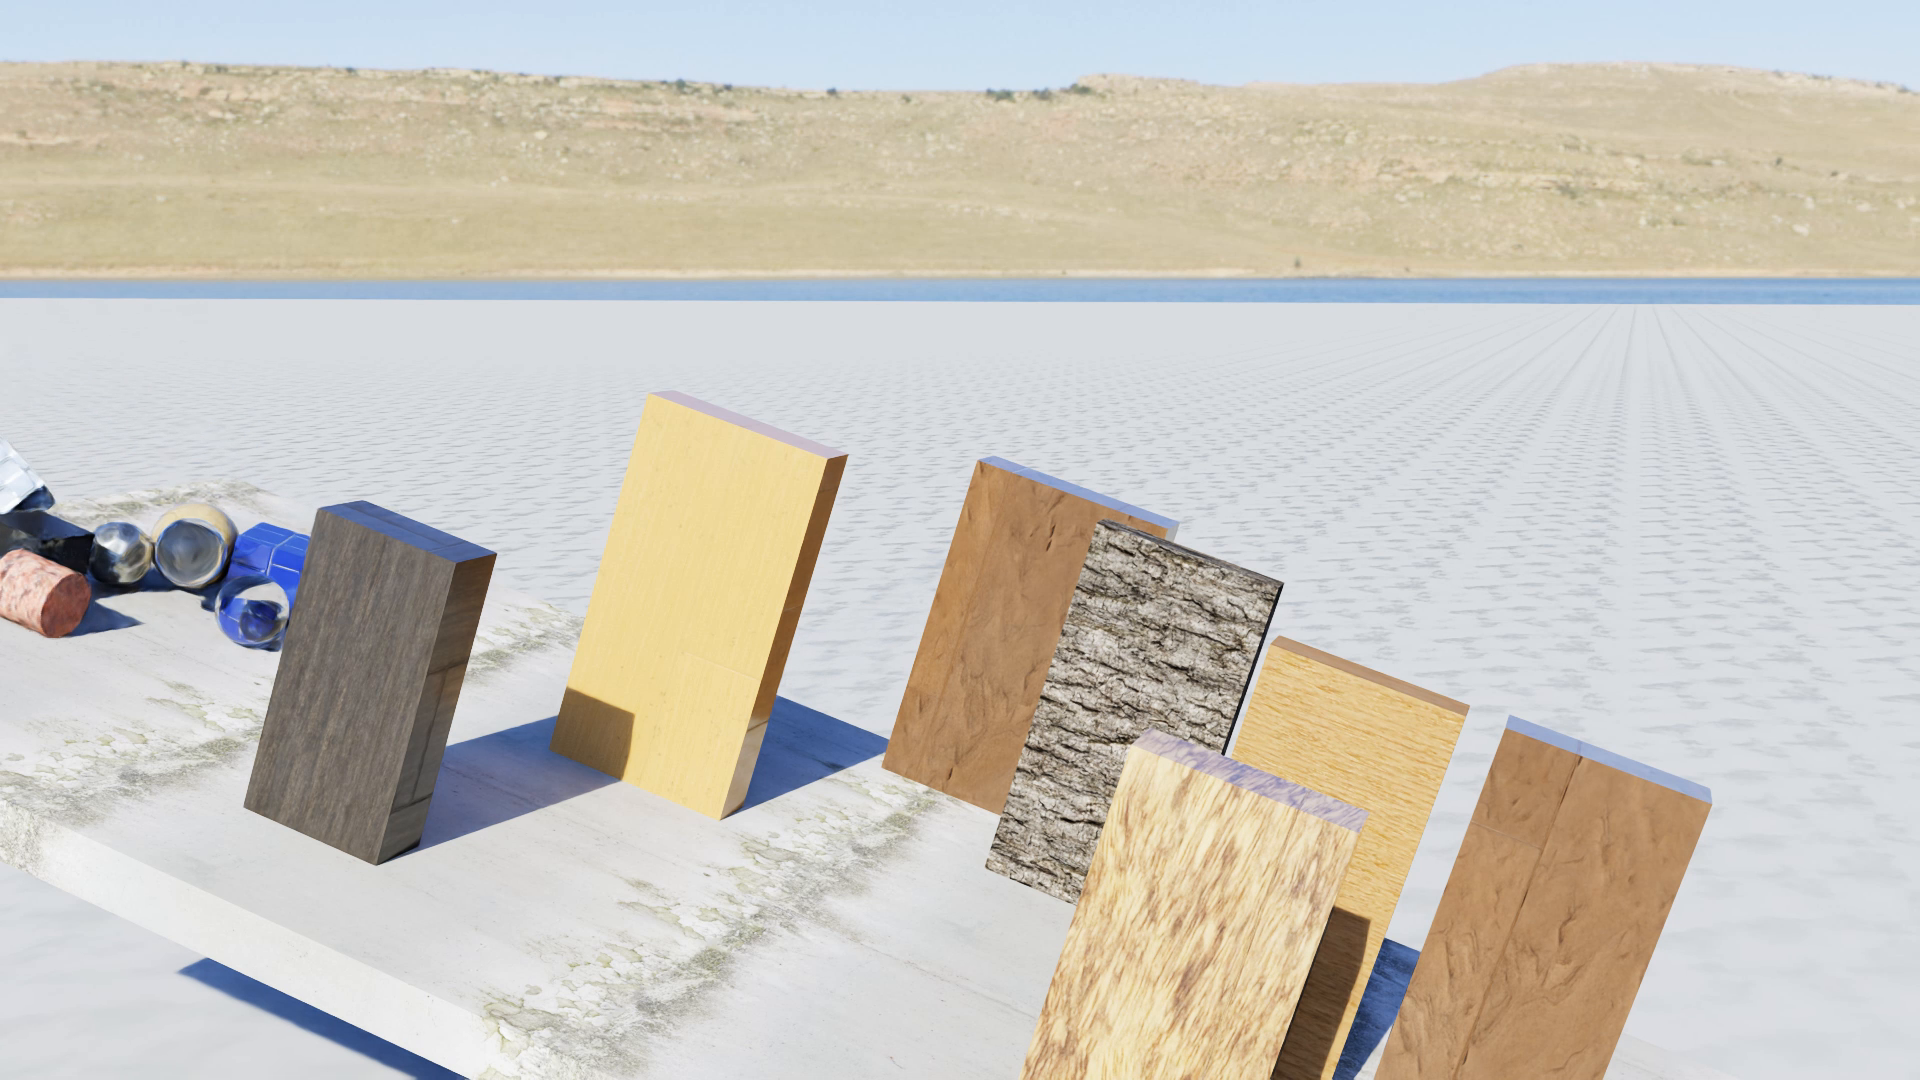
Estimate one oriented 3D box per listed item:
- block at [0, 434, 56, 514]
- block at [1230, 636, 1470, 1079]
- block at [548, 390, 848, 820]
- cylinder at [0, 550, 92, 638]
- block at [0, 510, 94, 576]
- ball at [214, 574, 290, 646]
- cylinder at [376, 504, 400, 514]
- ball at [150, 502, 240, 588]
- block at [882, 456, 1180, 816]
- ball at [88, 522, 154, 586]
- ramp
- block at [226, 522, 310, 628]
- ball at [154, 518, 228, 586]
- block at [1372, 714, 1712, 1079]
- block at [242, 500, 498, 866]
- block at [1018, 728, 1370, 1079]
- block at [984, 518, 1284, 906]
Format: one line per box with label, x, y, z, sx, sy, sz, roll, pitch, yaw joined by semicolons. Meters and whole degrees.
block;-1.958;-0.103;4.489;0.138;0.138;0.138;-42;-3;-19
block;0.566;0.595;3.734;0.337;0.793;0.099;20;12;14
block;-0.525;0.128;4.382;0.391;0.762;0.120;20;12;14
cylinder;-1.775;0.103;4.234;0.134;0.134;0.134;21;12;15
block;-1.852;0.037;4.399;0.143;0.143;0.143;21;12;18
ball;-1.446;0.143;4.494;0.148;0.148;0.148;0;7;0
cylinder;-1.332;0.030;4.992;0.159;0.159;0.159;-3;48;-21
ball;-1.630;0.011;4.688;0.185;0.185;0.185;0;7;0
block;0.153;0.238;4.910;0.449;0.740;0.132;20;12;14
ball;-1.758;0.029;4.591;0.137;0.137;0.137;0;7;0
ramp;-0.357;0.676;4.226;4.000;0.100;2.000;20;12;14
block;-1.471;0.075;4.737;0.161;0.161;0.161;17;12;-3
ball;-1.578;0.025;4.511;0.142;0.142;0.142;0;7;0
block;1.000;0.727;3.845;0.357;0.756;0.120;20;12;14
block;-0.999;0.239;3.722;0.268;0.545;0.136;20;12;14
block;0.308;0.673;3.194;0.337;0.715;0.126;20;12;14
block;0.348;0.382;4.466;0.384;0.766;0.080;20;12;14
